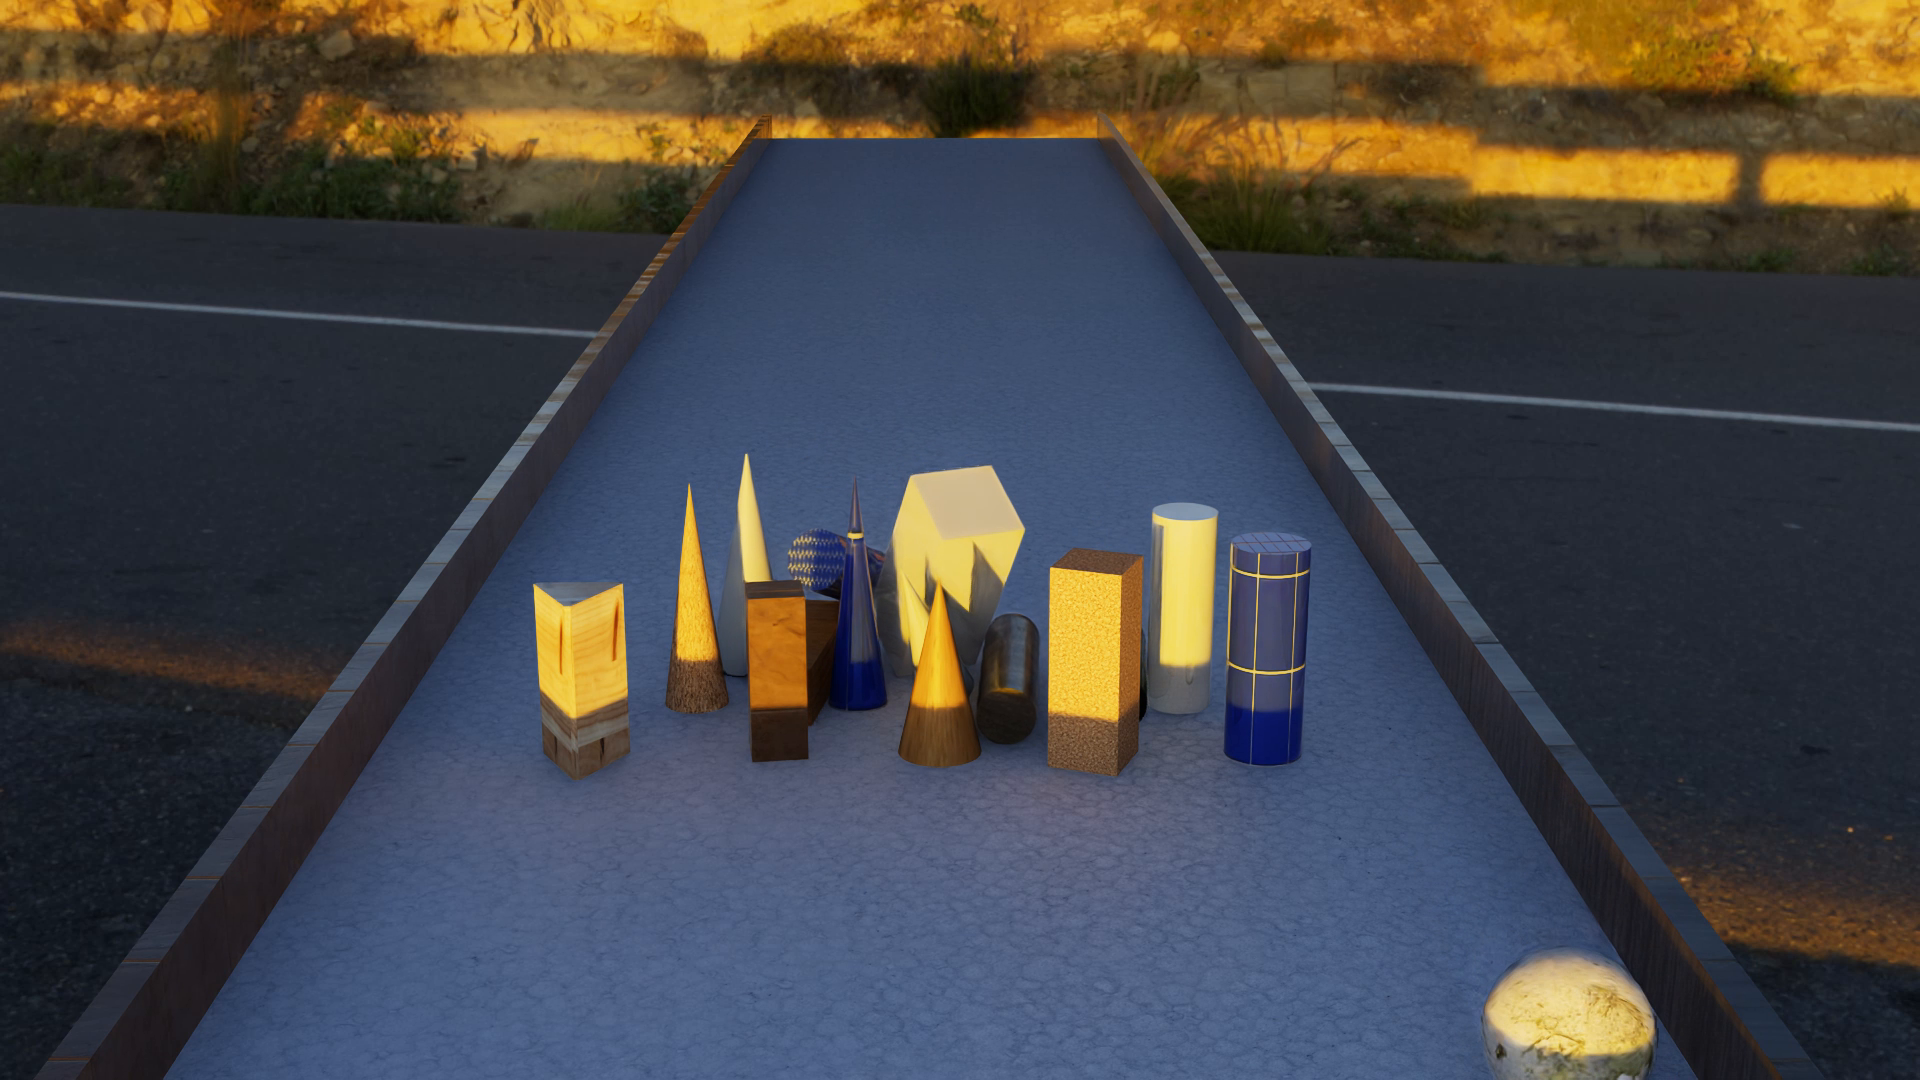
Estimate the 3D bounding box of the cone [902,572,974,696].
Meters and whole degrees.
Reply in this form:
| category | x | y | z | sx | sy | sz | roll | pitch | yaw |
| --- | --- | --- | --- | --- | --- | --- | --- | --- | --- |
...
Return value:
| category | x | y | z | sx | sy | sz | roll | pitch | yaw |
| --- | --- | --- | --- | --- | --- | --- | --- | --- | --- |
| cone | -0.067 | 0.167 | 4.079 | 0.113 | 0.319 | 0.113 | -11 | 41 | 9 |

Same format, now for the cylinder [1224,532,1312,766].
| category | x | y | z | sx | sy | sz | roll | pitch | yaw |
| --- | --- | --- | --- | --- | --- | --- | --- | --- | --- |
| cylinder | 0.543 | 0.193 | 3.891 | 0.139 | 0.391 | 0.139 | 0 | 17 | 0 |

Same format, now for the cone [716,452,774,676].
| category | x | y | z | sx | sy | sz | roll | pitch | yaw |
| --- | --- | --- | --- | --- | --- | --- | --- | --- | --- |
| cone | -0.416 | 0.035 | 4.334 | 0.160 | 0.438 | 0.160 | 0 | 15 | 0 |

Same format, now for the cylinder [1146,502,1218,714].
| category | x | y | z | sx | sy | sz | roll | pitch | yaw |
| --- | --- | --- | --- | --- | --- | --- | --- | --- | --- |
| cylinder | 0.416 | 0.128 | 4.132 | 0.123 | 0.378 | 0.123 | 1 | 17 | 0 |

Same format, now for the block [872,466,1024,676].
| category | x | y | z | sx | sy | sz | roll | pitch | yaw |
| --- | --- | --- | --- | --- | --- | --- | --- | --- | --- |
| block | -0.031 | 0.063 | 4.267 | 0.170 | 0.397 | 0.170 | -8 | 50 | -24 |

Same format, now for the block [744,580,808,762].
| category | x | y | z | sx | sy | sz | roll | pitch | yaw |
| --- | --- | --- | --- | --- | --- | --- | --- | --- | --- |
| block | -0.326 | 0.232 | 3.912 | 0.100 | 0.304 | 0.100 | -2 | 17 | -8 |

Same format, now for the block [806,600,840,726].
| category | x | y | z | sx | sy | sz | roll | pitch | yaw |
| --- | --- | --- | --- | --- | --- | --- | --- | --- | --- |
| block | -0.300 | 0.232 | 4.251 | 0.112 | 0.112 | 0.401 | 2 | 17 | 8 |

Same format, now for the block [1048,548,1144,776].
| category | x | y | z | sx | sy | sz | roll | pitch | yaw |
| --- | --- | --- | --- | --- | --- | --- | --- | --- | --- |
| block | 0.238 | 0.213 | 3.865 | 0.128 | 0.368 | 0.128 | 6 | 18 | 20 |

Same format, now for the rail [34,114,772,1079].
| category | x | y | z | sx | sy | sz | roll | pitch | yaw |
| --- | --- | --- | --- | --- | --- | --- | --- | --- | --- |
| rail | -1.118 | -0.838 | 7.780 | 0.050 | 0.150 | 12.000 | 0 | 17 | -1 |

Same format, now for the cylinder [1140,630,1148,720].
| category | x | y | z | sx | sy | sz | roll | pitch | yaw |
| --- | --- | --- | --- | --- | --- | --- | --- | --- | --- |
| cylinder | 0.303 | 0.249 | 4.202 | 0.107 | 0.107 | 0.354 | 1 | 17 | 4 |

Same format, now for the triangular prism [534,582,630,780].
| category | x | y | z | sx | sy | sz | roll | pitch | yaw |
| --- | --- | --- | --- | --- | --- | --- | --- | --- | --- |
| triangular prism | -0.649 | 0.237 | 3.871 | 0.132 | 0.318 | 0.153 | -10 | 19 | -30 |

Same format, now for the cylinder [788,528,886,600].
| category | x | y | z | sx | sy | sz | roll | pitch | yaw |
| --- | --- | --- | --- | --- | --- | --- | --- | --- | --- |
| cylinder | -0.206 | 0.072 | 4.483 | 0.123 | 0.123 | 0.418 | 7 | -7 | 22 |

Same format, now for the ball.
| category | x | y | z | sx | sy | sz | roll | pitch | yaw |
| --- | --- | --- | --- | --- | --- | --- | --- | --- | --- |
| ball | 0.765 | 0.620 | 2.768 | 0.213 | 0.213 | 0.213 | 0 | 17 | 0 |

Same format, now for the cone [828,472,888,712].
| category | x | y | z | sx | sy | sz | roll | pitch | yaw |
| --- | --- | --- | --- | --- | --- | --- | --- | --- | --- |
| cone | -0.194 | 0.091 | 4.123 | 0.113 | 0.456 | 0.113 | 0 | 17 | 0 |

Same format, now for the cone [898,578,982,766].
| category | x | y | z | sx | sy | sz | roll | pitch | yaw |
| --- | --- | --- | --- | --- | --- | --- | --- | --- | --- |
| cone | -0.036 | 0.221 | 3.905 | 0.150 | 0.330 | 0.150 | 0 | 17 | 0 |

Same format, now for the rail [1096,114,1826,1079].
| category | x | y | z | sx | sy | sz | roll | pitch | yaw |
| --- | --- | --- | --- | --- | --- | --- | --- | --- | --- |
| rail | 0.932 | -0.844 | 7.801 | 0.050 | 0.150 | 12.000 | 0 | 17 | -1 |

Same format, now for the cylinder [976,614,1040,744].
| category | x | y | z | sx | sy | sz | roll | pitch | yaw |
| --- | --- | --- | --- | --- | --- | --- | --- | --- | --- |
| cylinder | 0.093 | 0.258 | 4.168 | 0.109 | 0.109 | 0.424 | 1 | 17 | 3 |

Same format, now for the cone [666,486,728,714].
| category | x | y | z | sx | sy | sz | roll | pitch | yaw |
| --- | --- | --- | --- | --- | --- | --- | --- | --- | --- |
| cone | -0.501 | 0.101 | 4.128 | 0.121 | 0.432 | 0.121 | 0 | 17 | 0 |
